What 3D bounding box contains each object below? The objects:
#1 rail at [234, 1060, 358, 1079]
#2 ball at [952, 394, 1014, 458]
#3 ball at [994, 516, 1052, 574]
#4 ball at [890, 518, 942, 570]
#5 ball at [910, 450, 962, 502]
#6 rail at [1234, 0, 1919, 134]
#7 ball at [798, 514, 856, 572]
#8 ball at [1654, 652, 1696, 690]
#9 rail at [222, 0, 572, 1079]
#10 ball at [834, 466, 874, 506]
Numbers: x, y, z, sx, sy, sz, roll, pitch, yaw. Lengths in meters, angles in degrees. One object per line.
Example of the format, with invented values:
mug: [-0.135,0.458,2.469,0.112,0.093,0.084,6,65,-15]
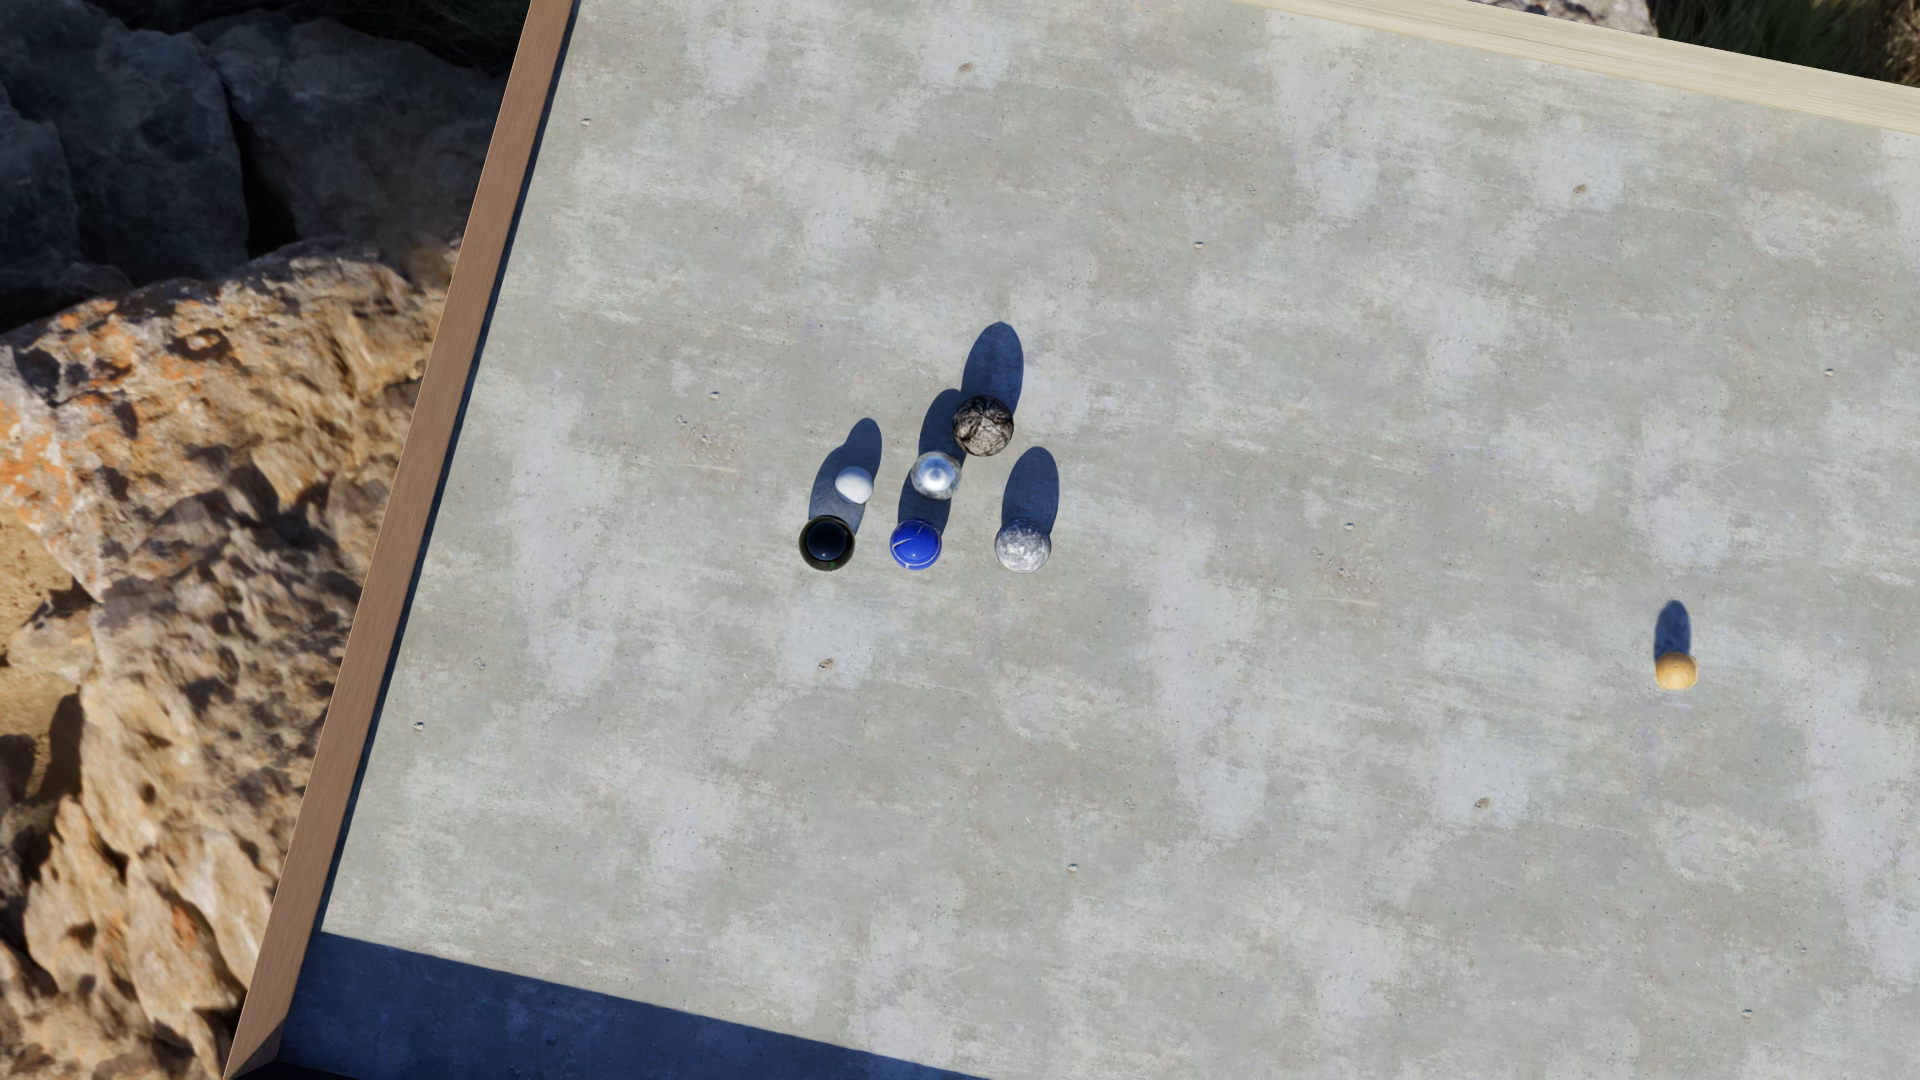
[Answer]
rail: [0.611,1.092,3.034,3.342,0.123,0.045,12,77,3]
ball: [0.035,-0.174,3.358,0.095,0.095,0.095,0,76,0]
ball: [0.095,0.008,3.318,0.086,0.086,0.086,0,76,0]
ball: [-0.067,0.006,3.321,0.080,0.080,0.080,0,76,0]
ball: [-0.036,-0.098,3.348,0.078,0.078,0.078,0,76,0]
rail: [1.022,-0.760,3.485,3.342,0.123,0.045,12,77,3]
ball: [-0.201,0.005,3.318,0.086,0.086,0.086,0,76,0]
ball: [1.069,0.196,3.286,0.060,0.060,0.060,0,76,0]
rail: [-0.794,-0.171,3.341,0.045,0.123,1.997,12,77,3]
ball: [-0.161,-0.083,3.353,0.060,0.060,0.060,0,76,0]
